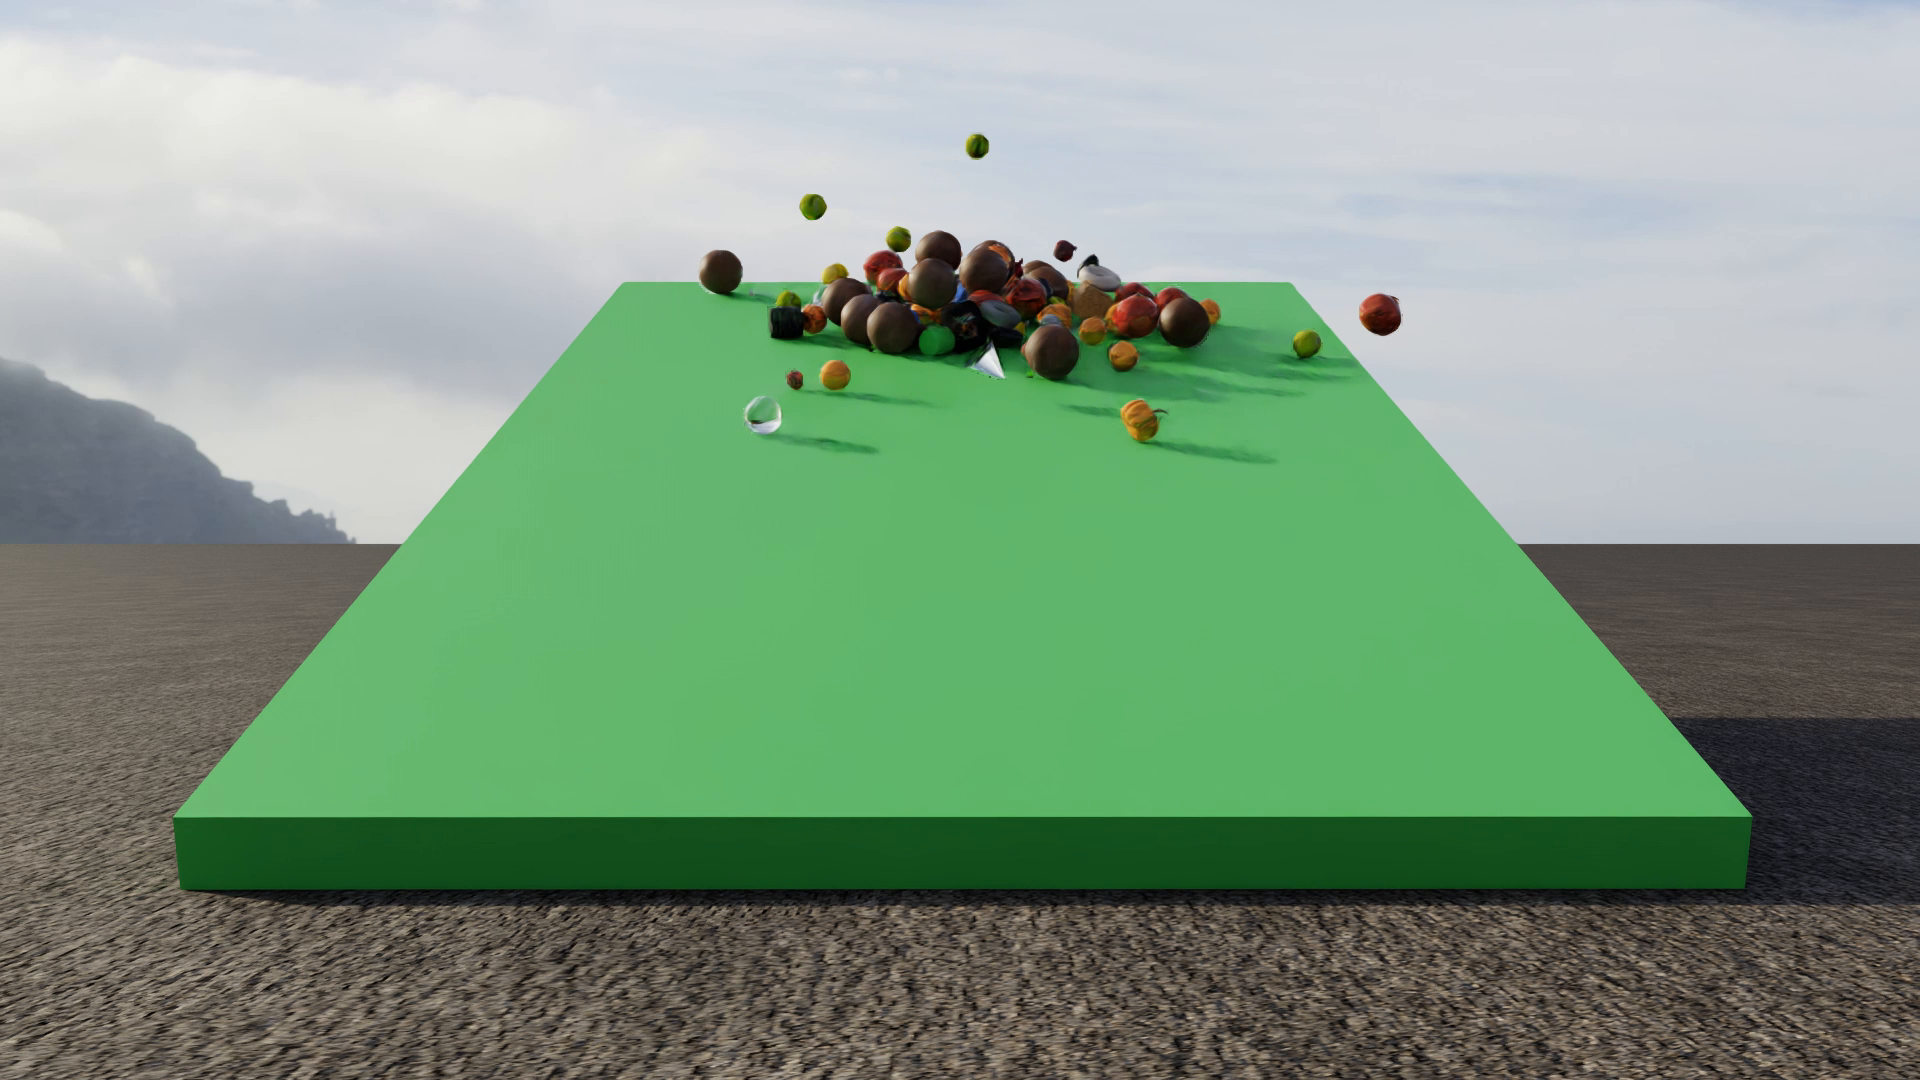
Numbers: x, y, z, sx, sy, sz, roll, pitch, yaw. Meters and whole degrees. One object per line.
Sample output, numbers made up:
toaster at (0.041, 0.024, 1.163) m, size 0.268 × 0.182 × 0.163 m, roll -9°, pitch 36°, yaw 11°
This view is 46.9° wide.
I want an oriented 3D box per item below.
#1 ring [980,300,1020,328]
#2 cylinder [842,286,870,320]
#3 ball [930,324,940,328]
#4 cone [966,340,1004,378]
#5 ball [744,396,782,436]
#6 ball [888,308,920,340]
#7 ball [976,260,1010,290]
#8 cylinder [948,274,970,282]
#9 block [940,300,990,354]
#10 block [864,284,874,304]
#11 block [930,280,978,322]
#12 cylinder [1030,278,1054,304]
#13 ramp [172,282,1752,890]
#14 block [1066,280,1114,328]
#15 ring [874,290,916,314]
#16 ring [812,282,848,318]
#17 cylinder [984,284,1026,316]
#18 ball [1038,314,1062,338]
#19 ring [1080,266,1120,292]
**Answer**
ring at (0.102, -0.570, 5.578) m, size 0.109 × 0.036 × 0.109 m, roll 19°, pitch 24°, yaw -9°
cylinder at (-0.277, -0.636, 5.937) m, size 0.070 × 0.070 × 0.070 m, roll 0°, pitch -24°, yaw 2°
ball at (-0.059, -0.531, 5.707) m, size 0.055 × 0.055 × 0.055 m, roll 0°, pitch 0°, yaw 0°
cone at (0.073, -0.402, 5.120) m, size 0.088 × 0.088 × 0.088 m, roll 44°, pitch -8°, yaw -9°
ball at (-0.423, -0.267, 4.756) m, size 0.083 × 0.083 × 0.083 m, roll 0°, pitch 0°, yaw 0°
ball at (-0.146, -0.562, 5.761) m, size 0.085 × 0.085 × 0.085 m, roll 0°, pitch 0°, yaw 0°
ball at (0.093, -0.754, 6.318) m, size 0.094 × 0.094 × 0.094 m, roll 0°, pitch 0°, yaw 0°
cylinder at (-0.008, -0.711, 6.167) m, size 0.054 × 0.054 × 0.054 m, roll 0°, pitch -6°, yaw -25°
block at (0.012, -0.543, 5.623) m, size 0.087 × 0.087 × 0.087 m, roll -20°, pitch 45°, yaw -27°
block at (-0.279, -0.682, 6.198) m, size 0.054 × 0.054 × 0.054 m, roll -12°, pitch 8°, yaw 32°
block at (-0.015, -0.642, 5.982) m, size 0.082 × 0.082 × 0.082 m, roll 9°, pitch -38°, yaw 29°
cylinder at (0.223, -0.681, 6.036) m, size 0.053 × 0.053 × 0.053 m, roll -23°, pitch -9°, yaw -4°
ramp at (-0.002, -0.164, 4.733) m, size 2.000 × 0.100 × 4.000 m, roll 0°, pitch 16°, yaw 0°
block at (0.351, -0.634, 5.946) m, size 0.087 × 0.087 × 0.087 m, roll 31°, pitch 11°, yaw -14°
ring at (-0.178, -0.648, 6.081) m, size 0.126 × 0.042 × 0.126 m, roll 18°, pitch 21°, yaw -7°
ring at (-0.346, -0.662, 6.106) m, size 0.124 × 0.124 × 0.041 m, roll 0°, pitch -43°, yaw 9°
cylinder at (0.123, -0.656, 6.080) m, size 0.084 × 0.084 × 0.084 m, roll 14°, pitch 9°, yaw 38°
ball at (0.231, -0.546, 5.660) m, size 0.062 × 0.062 × 0.062 m, roll 0°, pitch 0°, yaw 0°
ring at (0.381, -0.712, 6.028) m, size 0.118 × 0.039 × 0.118 m, roll 12°, pitch 28°, yaw -7°
